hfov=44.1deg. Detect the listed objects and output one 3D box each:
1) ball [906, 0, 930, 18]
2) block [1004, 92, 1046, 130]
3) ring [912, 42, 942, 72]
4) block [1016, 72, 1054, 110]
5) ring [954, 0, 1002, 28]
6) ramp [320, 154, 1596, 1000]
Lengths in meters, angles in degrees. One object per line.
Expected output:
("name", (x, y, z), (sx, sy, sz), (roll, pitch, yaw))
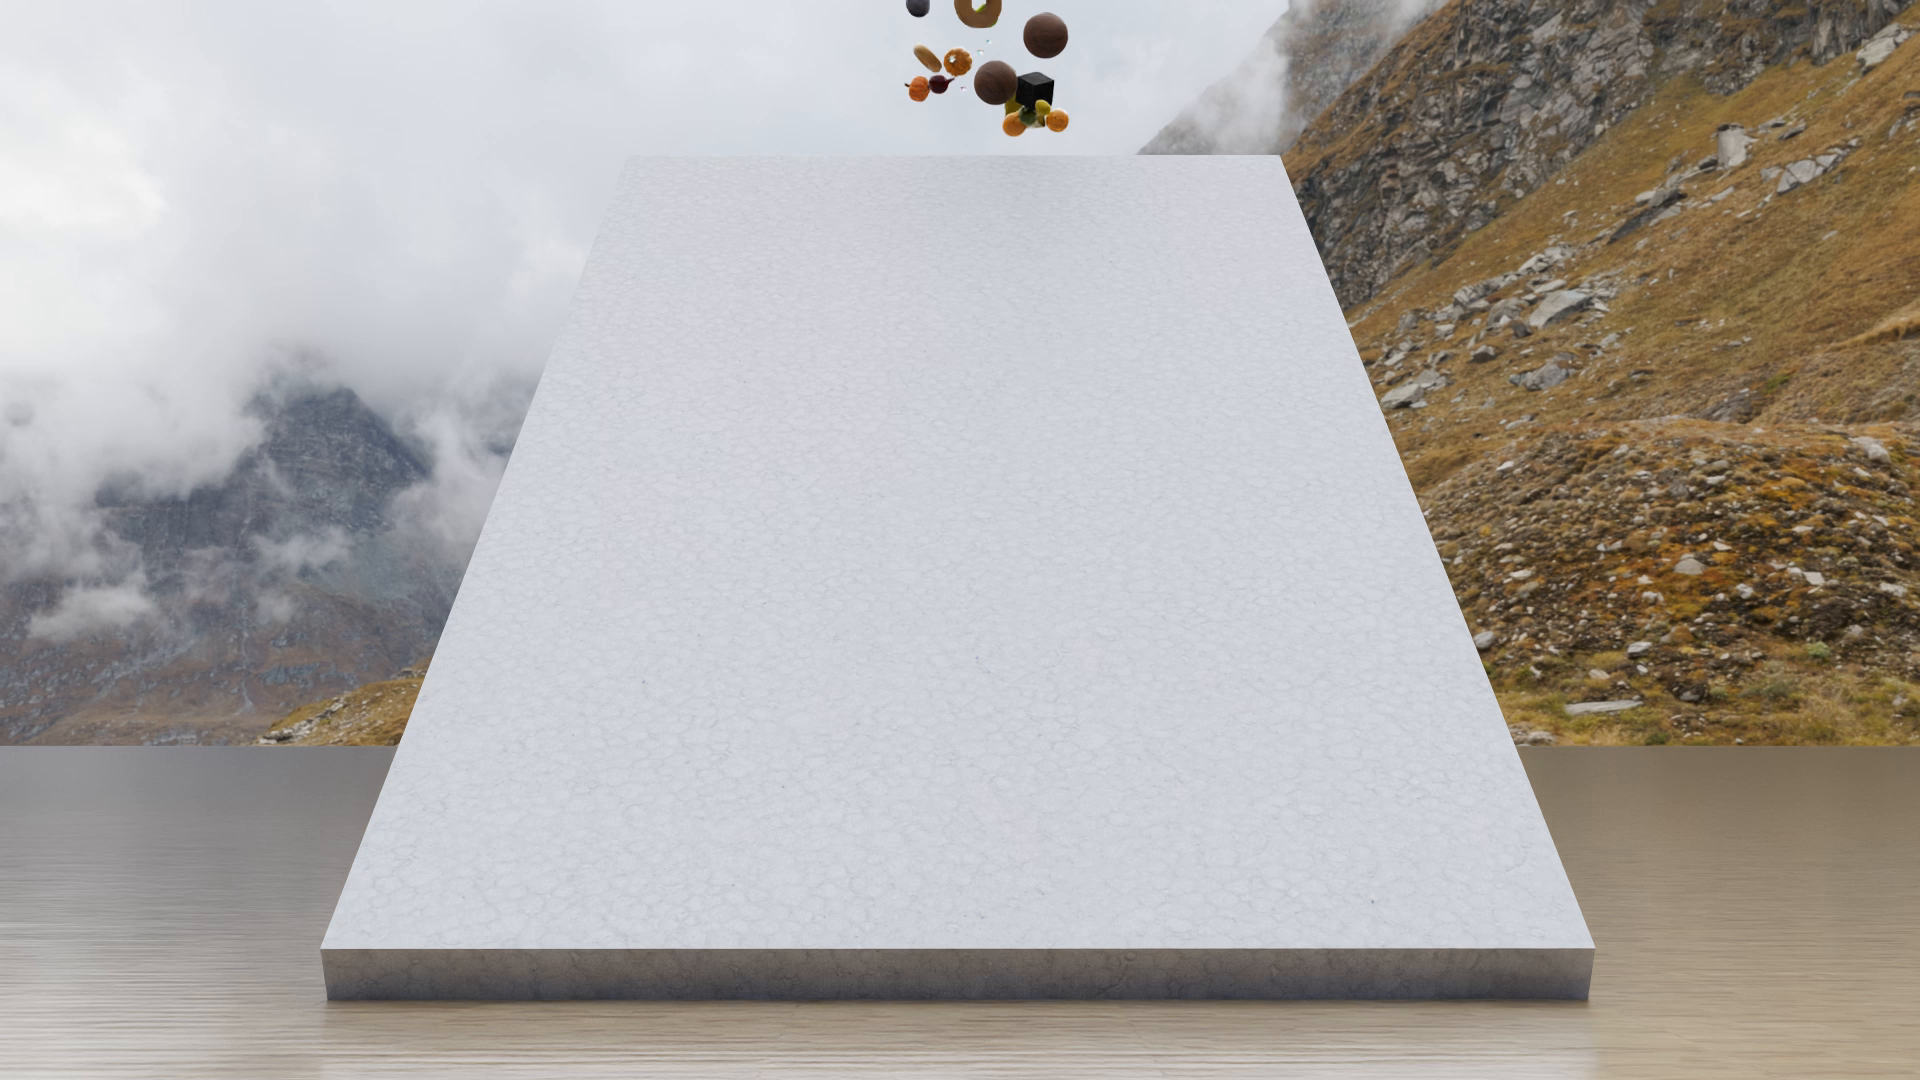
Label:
("ball", (-0.121, -1.560, 6.914), (0.071, 0.071, 0.071), (0, -5, 0))
("block", (0.199, -1.313, 7.247), (0.096, 0.096, 0.096), (-2, -2, 23))
("ring", (-0.099, -1.447, 7.120), (0.108, 0.036, 0.108), (44, -1, 1))
("block", (0.223, -1.340, 7.074), (0.079, 0.079, 0.079), (-21, 41, -34))
("ring", (0.053, -1.568, 6.932), (0.146, 0.146, 0.049), (2, 7, -20))
("ramp", (-0.011, -0.226, 5.523), (2.000, 0.100, 4.000), (0, 27, 0))
